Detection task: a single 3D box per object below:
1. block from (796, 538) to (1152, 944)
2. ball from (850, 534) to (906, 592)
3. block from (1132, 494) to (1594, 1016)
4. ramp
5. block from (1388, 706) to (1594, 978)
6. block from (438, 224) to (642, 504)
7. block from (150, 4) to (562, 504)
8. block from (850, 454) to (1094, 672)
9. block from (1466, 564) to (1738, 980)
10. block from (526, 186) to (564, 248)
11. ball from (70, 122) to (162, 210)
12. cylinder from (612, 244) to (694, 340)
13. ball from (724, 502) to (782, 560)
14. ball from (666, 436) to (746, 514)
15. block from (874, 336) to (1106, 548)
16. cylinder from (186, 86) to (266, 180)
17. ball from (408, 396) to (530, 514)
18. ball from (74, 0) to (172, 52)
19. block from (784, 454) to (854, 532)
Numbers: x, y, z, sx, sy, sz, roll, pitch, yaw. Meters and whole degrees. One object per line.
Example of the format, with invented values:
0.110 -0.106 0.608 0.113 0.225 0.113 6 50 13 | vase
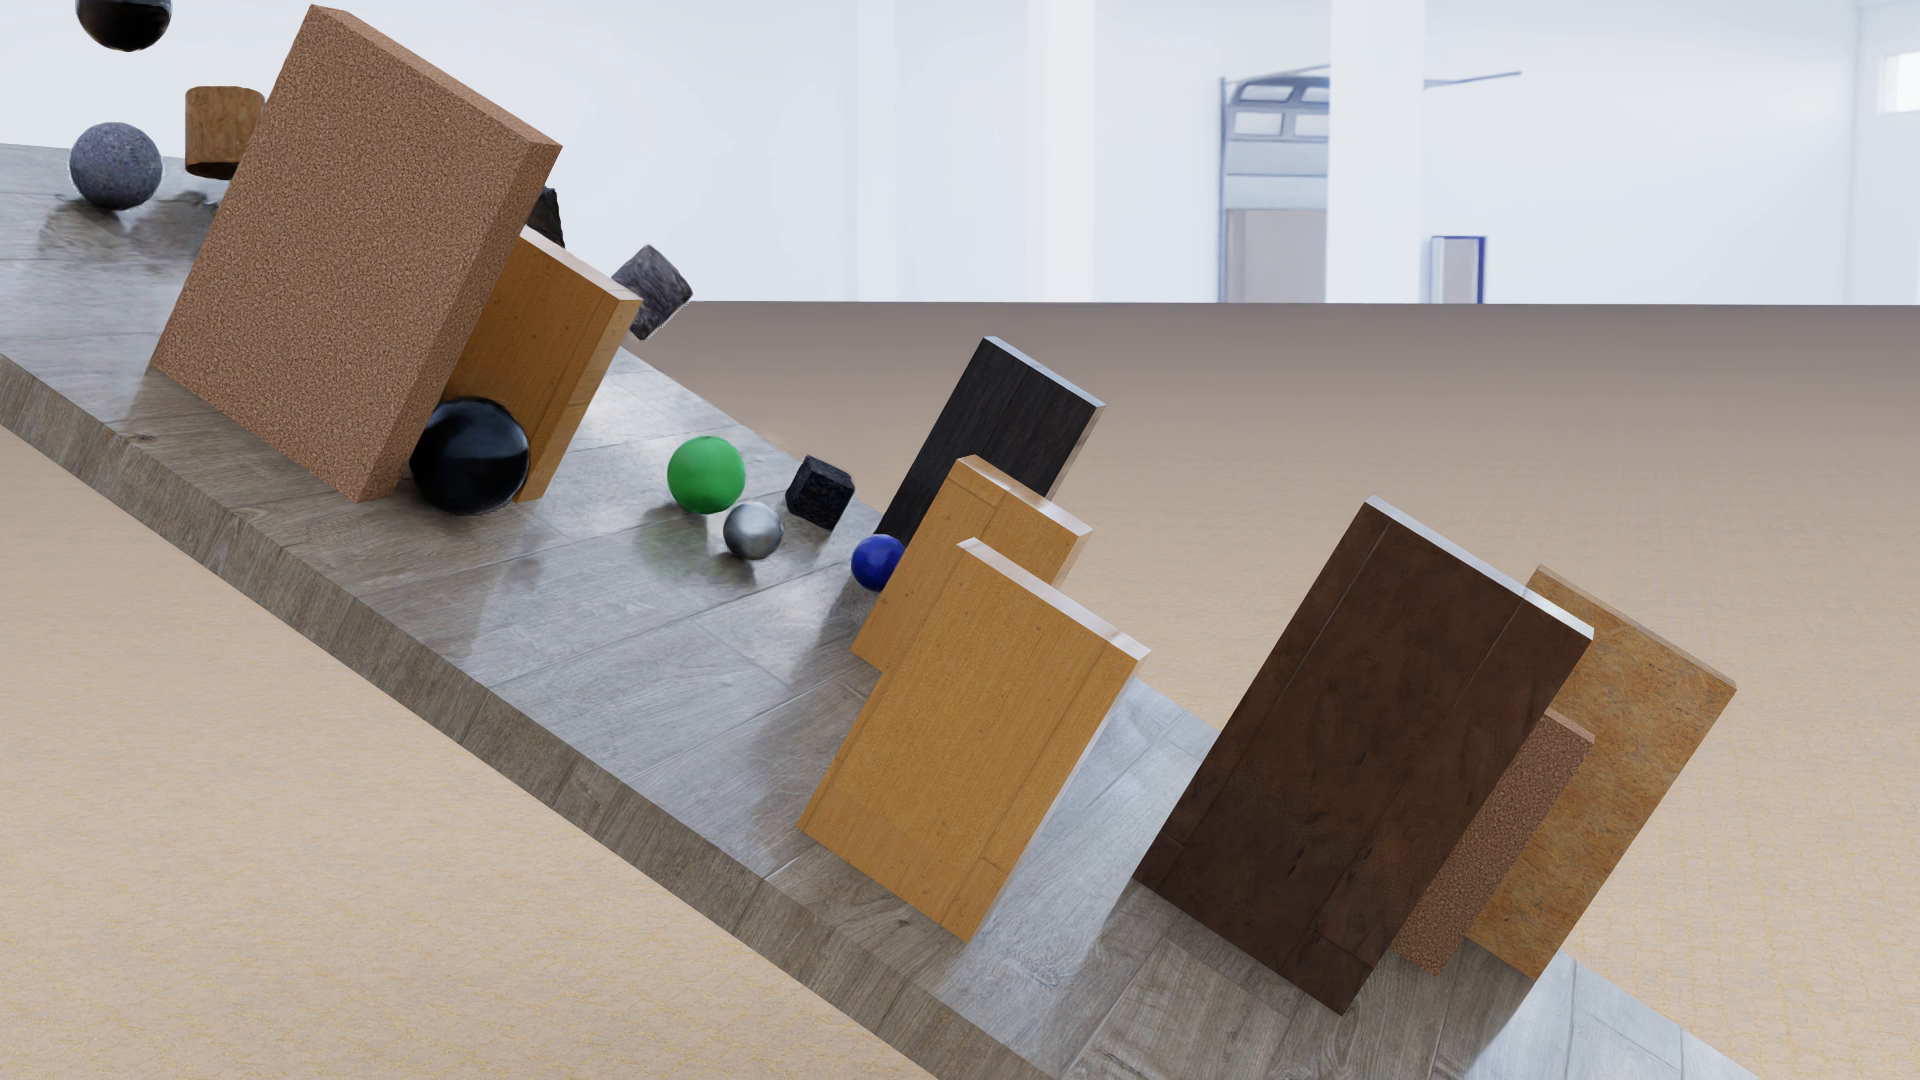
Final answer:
0.016 0.299 3.288 0.316 0.510 0.090 33 15 11 | block
-0.155 0.044 4.255 0.113 0.113 0.113 0 7 0 | ball
0.685 0.371 3.789 0.431 0.781 0.126 33 15 11 | block
-0.182 0.299 4.127 4.000 0.100 2.000 33 15 11 | ramp
0.897 0.502 4.222 0.386 0.547 0.087 33 15 11 | block
-0.867 -0.366 4.005 0.441 0.423 0.095 33 15 11 | block
-0.996 -0.464 3.601 0.447 0.665 0.106 33 15 11 | block
0.021 0.094 4.153 0.271 0.426 0.117 33 15 11 | block
1.185 0.476 4.505 0.447 0.725 0.097 33 15 11 | block
-0.993 -0.642 4.714 0.199 0.199 0.199 16 34 33 | block
-1.630 -0.723 4.250 0.168 0.168 0.168 0 7 0 | ball
-0.641 -0.504 4.476 0.138 0.138 0.138 -44 18 -10 | cylinder
-0.407 -0.017 4.326 0.116 0.116 0.116 0 7 0 | ball
-0.510 -0.131 4.427 0.159 0.159 0.159 0 7 0 | ball
0.047 -0.123 4.684 0.283 0.551 0.089 33 15 11 | block
-1.561 -0.864 4.675 0.162 0.162 0.162 -2 -4 0 | cylinder
-0.838 -0.145 3.756 0.203 0.203 0.203 0 7 0 | ball
-1.652 -1.057 4.345 0.182 0.182 0.182 0 7 0 | ball
-0.308 -0.103 4.827 0.107 0.107 0.107 25 15 -18 | block
